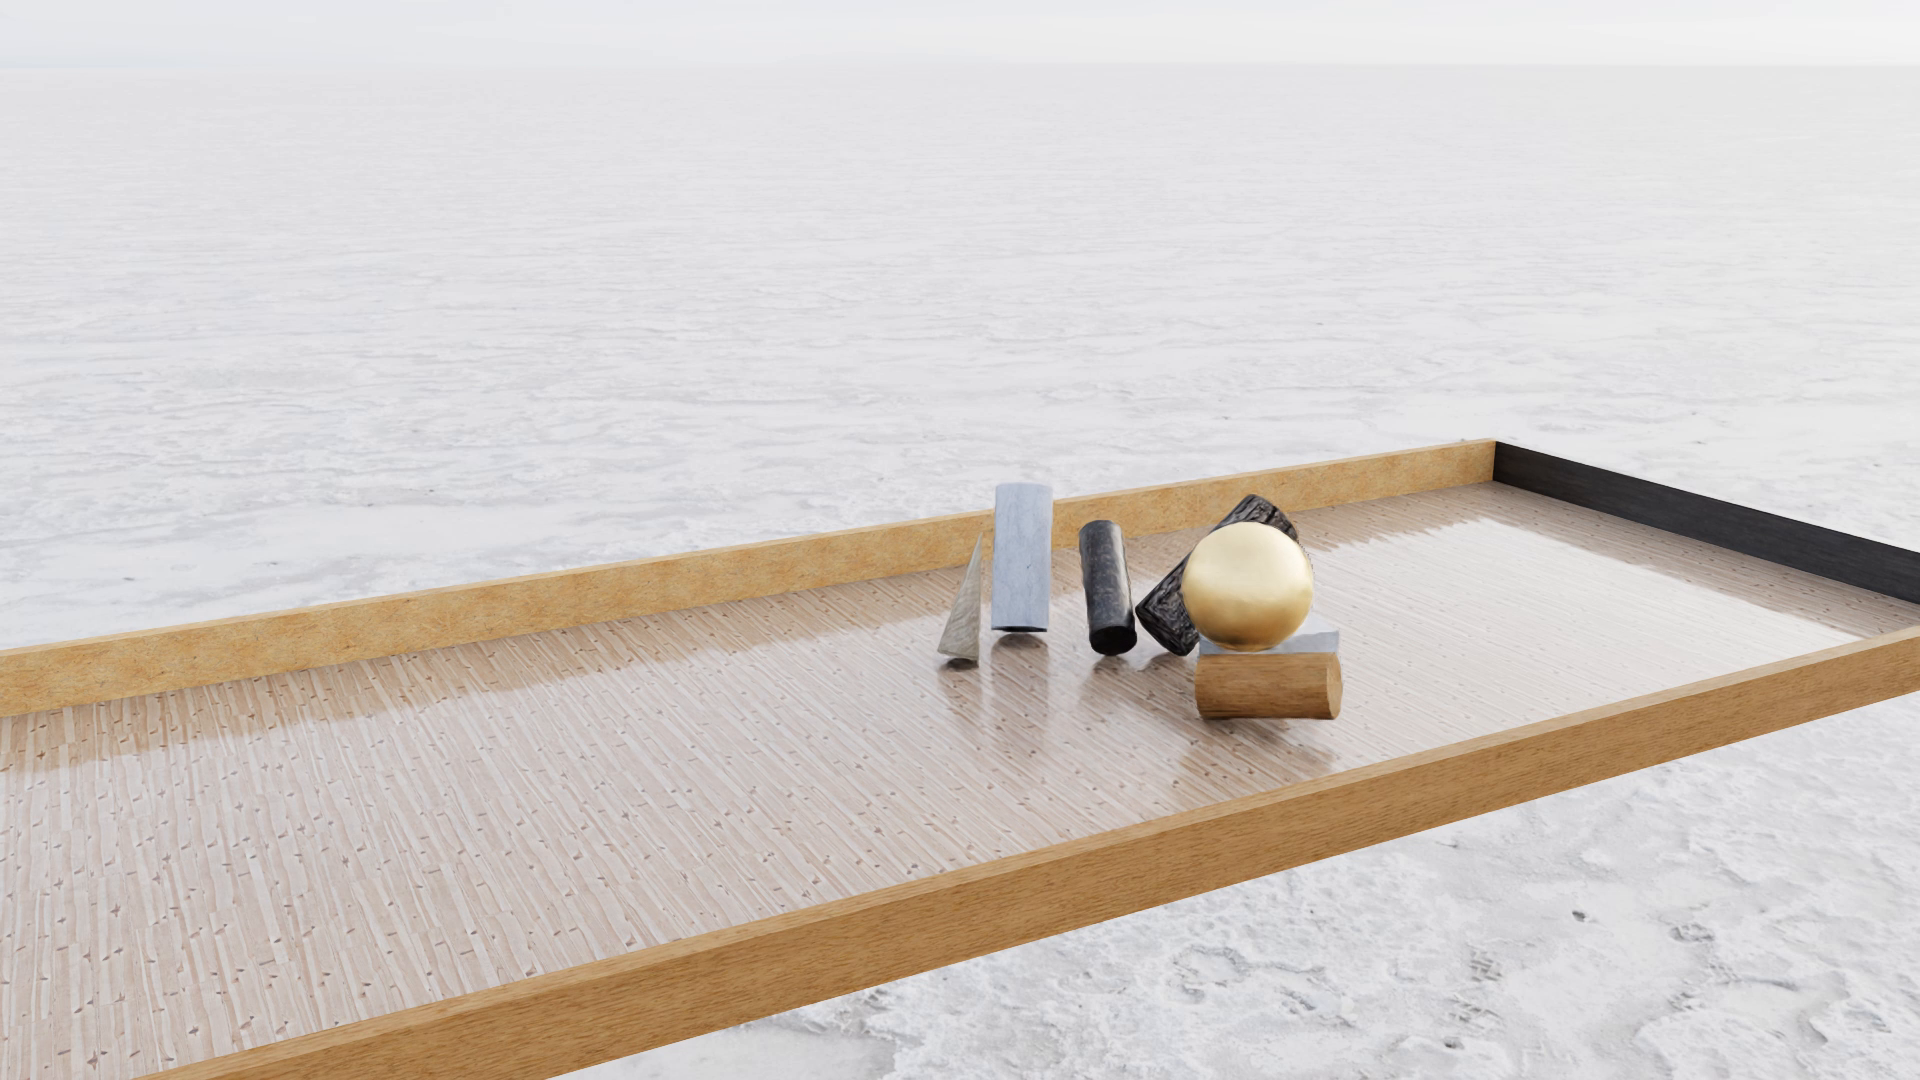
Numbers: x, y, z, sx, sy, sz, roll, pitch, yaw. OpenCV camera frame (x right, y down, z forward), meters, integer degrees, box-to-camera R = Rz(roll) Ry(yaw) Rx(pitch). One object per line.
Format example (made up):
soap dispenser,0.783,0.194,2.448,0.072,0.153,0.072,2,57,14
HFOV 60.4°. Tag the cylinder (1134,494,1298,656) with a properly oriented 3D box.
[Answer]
cylinder,0.675,0.092,4.339,0.436,0.180,0.180,-43,32,-14

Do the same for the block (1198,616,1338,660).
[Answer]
block,0.781,0.283,4.183,0.332,0.117,0.117,-5,17,-17

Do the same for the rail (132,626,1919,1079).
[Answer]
rail,-2.336,1.006,1.665,12.000,0.150,0.050,-9,18,-27

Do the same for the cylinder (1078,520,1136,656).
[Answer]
cylinder,0.392,0.124,4.404,0.122,0.122,0.376,-1,47,-2

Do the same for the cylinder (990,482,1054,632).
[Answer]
cylinder,0.168,0.050,4.451,0.156,0.384,0.156,2,-9,0

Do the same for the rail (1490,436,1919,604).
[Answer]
rail,2.466,-0.048,5.253,0.050,0.150,2.100,-9,18,-27

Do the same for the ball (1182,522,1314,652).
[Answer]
ball,0.697,0.115,4.001,0.316,0.316,0.316,0,16,0

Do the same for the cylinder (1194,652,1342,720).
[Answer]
cylinder,0.719,0.340,3.841,0.309,0.152,0.152,-3,14,26

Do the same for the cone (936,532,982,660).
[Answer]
cone,0.026,0.136,4.265,0.113,0.336,0.113,11,-2,0

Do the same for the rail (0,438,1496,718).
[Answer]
rail,-3.305,0.497,3.399,12.000,0.150,0.050,-9,18,-27
